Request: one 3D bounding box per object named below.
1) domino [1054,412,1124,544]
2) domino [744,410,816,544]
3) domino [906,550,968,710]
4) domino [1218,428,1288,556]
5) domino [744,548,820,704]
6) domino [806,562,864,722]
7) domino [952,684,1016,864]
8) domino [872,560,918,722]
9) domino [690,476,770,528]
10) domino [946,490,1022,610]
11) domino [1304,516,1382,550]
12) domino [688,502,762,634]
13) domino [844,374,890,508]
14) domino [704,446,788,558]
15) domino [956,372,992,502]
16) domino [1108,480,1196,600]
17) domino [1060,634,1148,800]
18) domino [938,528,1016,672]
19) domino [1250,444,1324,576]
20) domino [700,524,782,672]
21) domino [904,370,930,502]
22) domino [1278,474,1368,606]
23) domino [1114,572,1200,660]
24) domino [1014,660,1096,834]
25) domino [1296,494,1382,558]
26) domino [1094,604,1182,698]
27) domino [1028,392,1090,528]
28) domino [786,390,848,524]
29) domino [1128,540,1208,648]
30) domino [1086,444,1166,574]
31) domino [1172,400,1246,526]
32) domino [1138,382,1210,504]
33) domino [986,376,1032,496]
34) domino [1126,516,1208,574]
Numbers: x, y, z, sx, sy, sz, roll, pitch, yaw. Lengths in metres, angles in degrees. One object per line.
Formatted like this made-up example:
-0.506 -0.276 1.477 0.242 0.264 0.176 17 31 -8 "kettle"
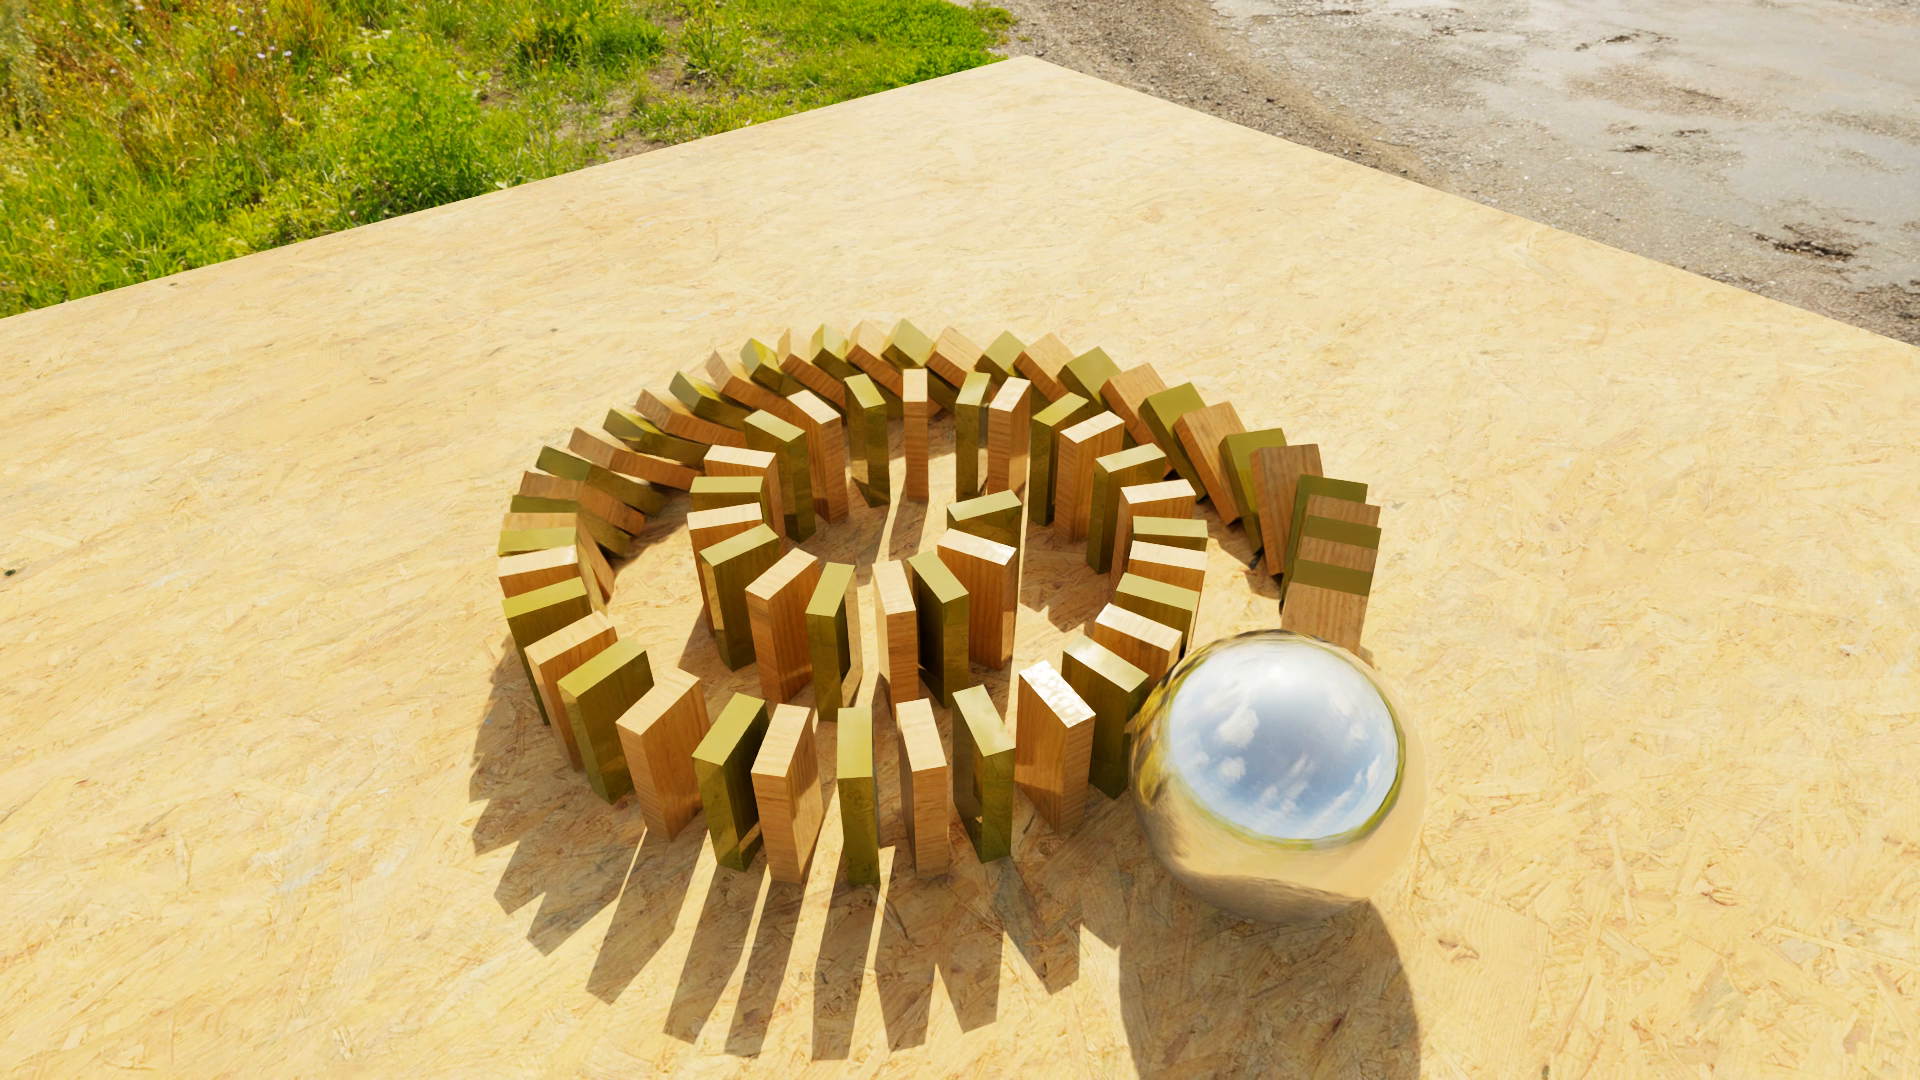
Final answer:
0.051 -0.025 0.441 0.025 0.050 0.009 -25 46 -28 "domino"
-0.072 -0.025 0.442 0.025 0.050 0.009 27 46 29 "domino"
-0.007 0.031 0.374 0.009 0.050 0.025 -20 43 -22 "domino"
0.126 -0.020 0.450 0.025 0.010 0.050 -9 69 -10 "domino"
-0.058 0.030 0.375 0.010 0.050 0.025 23 45 25 "domino"
-0.041 0.035 0.369 0.009 0.050 0.025 7 40 8 "domino"
0.007 0.070 0.326 0.010 0.050 0.025 -13 41 -16 "domino"
-0.021 0.034 0.370 0.009 0.050 0.025 -9 40 -11 "domino"
-0.084 -0.001 0.412 0.025 0.050 0.009 0 39 0 "domino"
0.009 0.007 0.403 0.025 0.050 0.009 -15 42 -17 "domino"
0.133 0.018 0.395 0.025 0.050 0.010 12 -2 14 "domino"
-0.082 0.011 0.398 0.025 0.050 0.009 -9 40 -11 "domino"
-0.039 -0.041 0.462 0.010 0.050 0.025 -15 42 -17 "domino"
-0.082 -0.012 0.426 0.025 0.050 0.009 8 40 10 "domino"
0.006 -0.042 0.463 0.010 0.050 0.025 8 40 10 "domino"
0.071 0.002 0.409 0.025 0.050 0.009 -8 40 -9 "domino"
0.043 0.056 0.343 0.025 0.050 0.009 31 49 32 "domino"
0.006 0.021 0.385 0.025 0.050 0.009 17 42 20 "domino"
0.132 -0.012 0.434 0.025 0.010 0.050 -5 79 -8 "domino"
-0.074 0.021 0.386 0.025 0.050 0.009 -26 46 -28 "domino"
-0.018 -0.044 0.465 0.010 0.050 0.025 -1 39 -1 "domino"
0.138 0.002 0.419 0.025 0.009 0.050 10 77 12 "domino"
0.063 0.036 0.368 0.025 0.050 0.009 15 42 18 "domino"
0.028 0.064 0.334 0.010 0.050 0.025 -21 44 -24 "domino"
0.136 0.010 0.404 0.025 0.050 0.009 11 -2 14 "domino"
0.055 0.046 0.355 0.025 0.050 0.009 21 44 24 "domino"
0.040 -0.033 0.451 0.009 0.050 0.025 29 47 30 "domino"
-0.058 -0.034 0.453 0.010 0.050 0.025 -27 46 -29 "domino"
0.069 0.024 0.382 0.025 0.050 0.009 9 40 11 "domino"
0.064 -0.011 0.425 0.025 0.050 0.010 -16 42 -19 "domino"
0.113 -0.033 0.465 0.025 0.009 0.050 -17 72 -21 "domino"
0.102 -0.043 0.478 0.025 0.009 0.050 -21 72 -24 "domino"
0.020 -0.040 0.460 0.010 0.050 0.025 14 41 16 "domino"
0.072 0.015 0.393 0.025 0.050 0.009 3 39 4 "domino"
